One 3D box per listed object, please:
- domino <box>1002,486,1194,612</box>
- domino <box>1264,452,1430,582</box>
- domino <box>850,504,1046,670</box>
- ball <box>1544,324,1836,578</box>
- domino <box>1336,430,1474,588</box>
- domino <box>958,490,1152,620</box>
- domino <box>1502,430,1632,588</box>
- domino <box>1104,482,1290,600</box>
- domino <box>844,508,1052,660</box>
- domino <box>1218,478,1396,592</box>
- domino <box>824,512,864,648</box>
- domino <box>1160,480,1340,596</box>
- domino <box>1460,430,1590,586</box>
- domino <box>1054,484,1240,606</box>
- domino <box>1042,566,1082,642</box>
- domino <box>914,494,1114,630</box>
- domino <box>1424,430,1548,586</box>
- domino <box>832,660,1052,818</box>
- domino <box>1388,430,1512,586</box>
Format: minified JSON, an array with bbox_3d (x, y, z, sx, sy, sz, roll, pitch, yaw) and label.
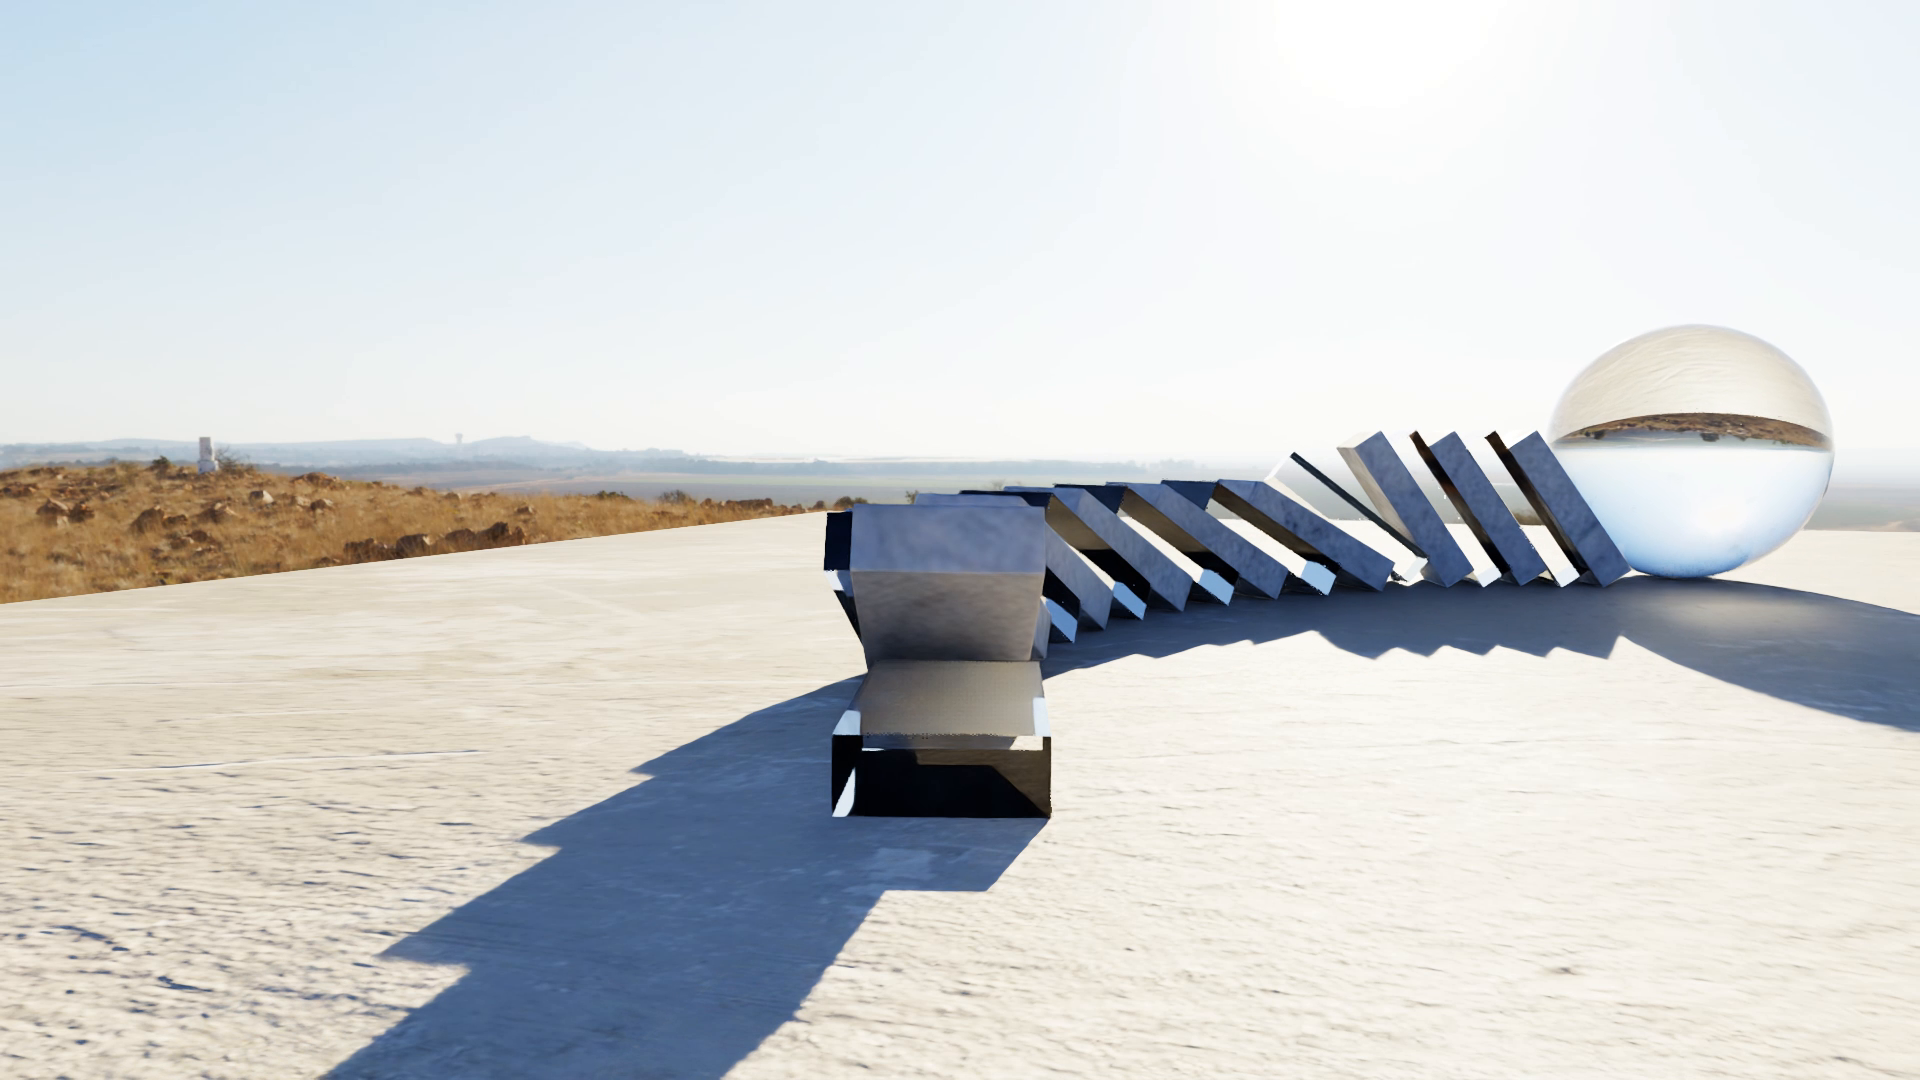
[{"bbox_3d":[0.034,0.003,0.319,0.025,0.010,0.050,4,-23,45],"label":"domino"},{"bbox_3d":[0.117,-0.007,0.389,0.050,0.010,0.025,39,4,6],"label":"domino"},{"bbox_3d":[-0.002,0.010,0.189,0.025,0.010,0.050,1,-24,0],"label":"domino"},{"bbox_3d":[0.228,-0.028,0.404,0.080,0.080,0.080,0,4,0],"label":"ball"},{"bbox_3d":[0.135,-0.010,0.391,0.009,0.050,0.025,-34,1,6],"label":"domino"},{"bbox_3d":[0.022,0.004,0.300,0.025,0.010,0.050,3,-23,38],"label":"domino"},{"bbox_3d":[0.182,-0.010,0.391,0.010,0.050,0.025,-34,0,8],"label":"domino"},{"bbox_3d":[0.063,0.000,0.350,0.050,0.010,0.025,30,-12,-29],"label":"domino"},{"bbox_3d":[-0.001,0.009,0.237,0.025,0.010,0.050,1,-23,19],"label":"domino"},{"bbox_3d":[0.099,-0.002,0.373,0.050,0.009,0.025,28,-5,-17],"label":"domino"},{"bbox_3d":[-0.005,0.010,0.212,0.025,0.010,0.050,-2,-25,6],"label":"domino"},{"bbox_3d":[0.080,-0.001,0.361,0.050,0.010,0.025,30,-10,-26],"label":"domino"},{"bbox_3d":[0.170,-0.010,0.393,0.009,0.050,0.025,-34,0,8],"label":"domino"},{"bbox_3d":[0.048,0.001,0.334,0.050,0.009,0.025,33,-17,-37],"label":"domino"},{"bbox_3d":[0.004,0.008,0.261,0.025,0.010,0.050,2,-21,27],"label":"domino"},{"bbox_3d":[0.012,0.005,0.282,0.025,0.009,0.050,3,-23,32],"label":"domino"},{"bbox_3d":[0.159,-0.010,0.395,0.009,0.050,0.025,-34,0,8],"label":"domino"},{"bbox_3d":[-0.001,0.025,0.171,0.025,0.010,0.050,0,4,2],"label":"domino"},{"bbox_3d":[0.147,-0.010,0.394,0.010,0.050,0.025,-34,0,8],"label":"domino"}]
